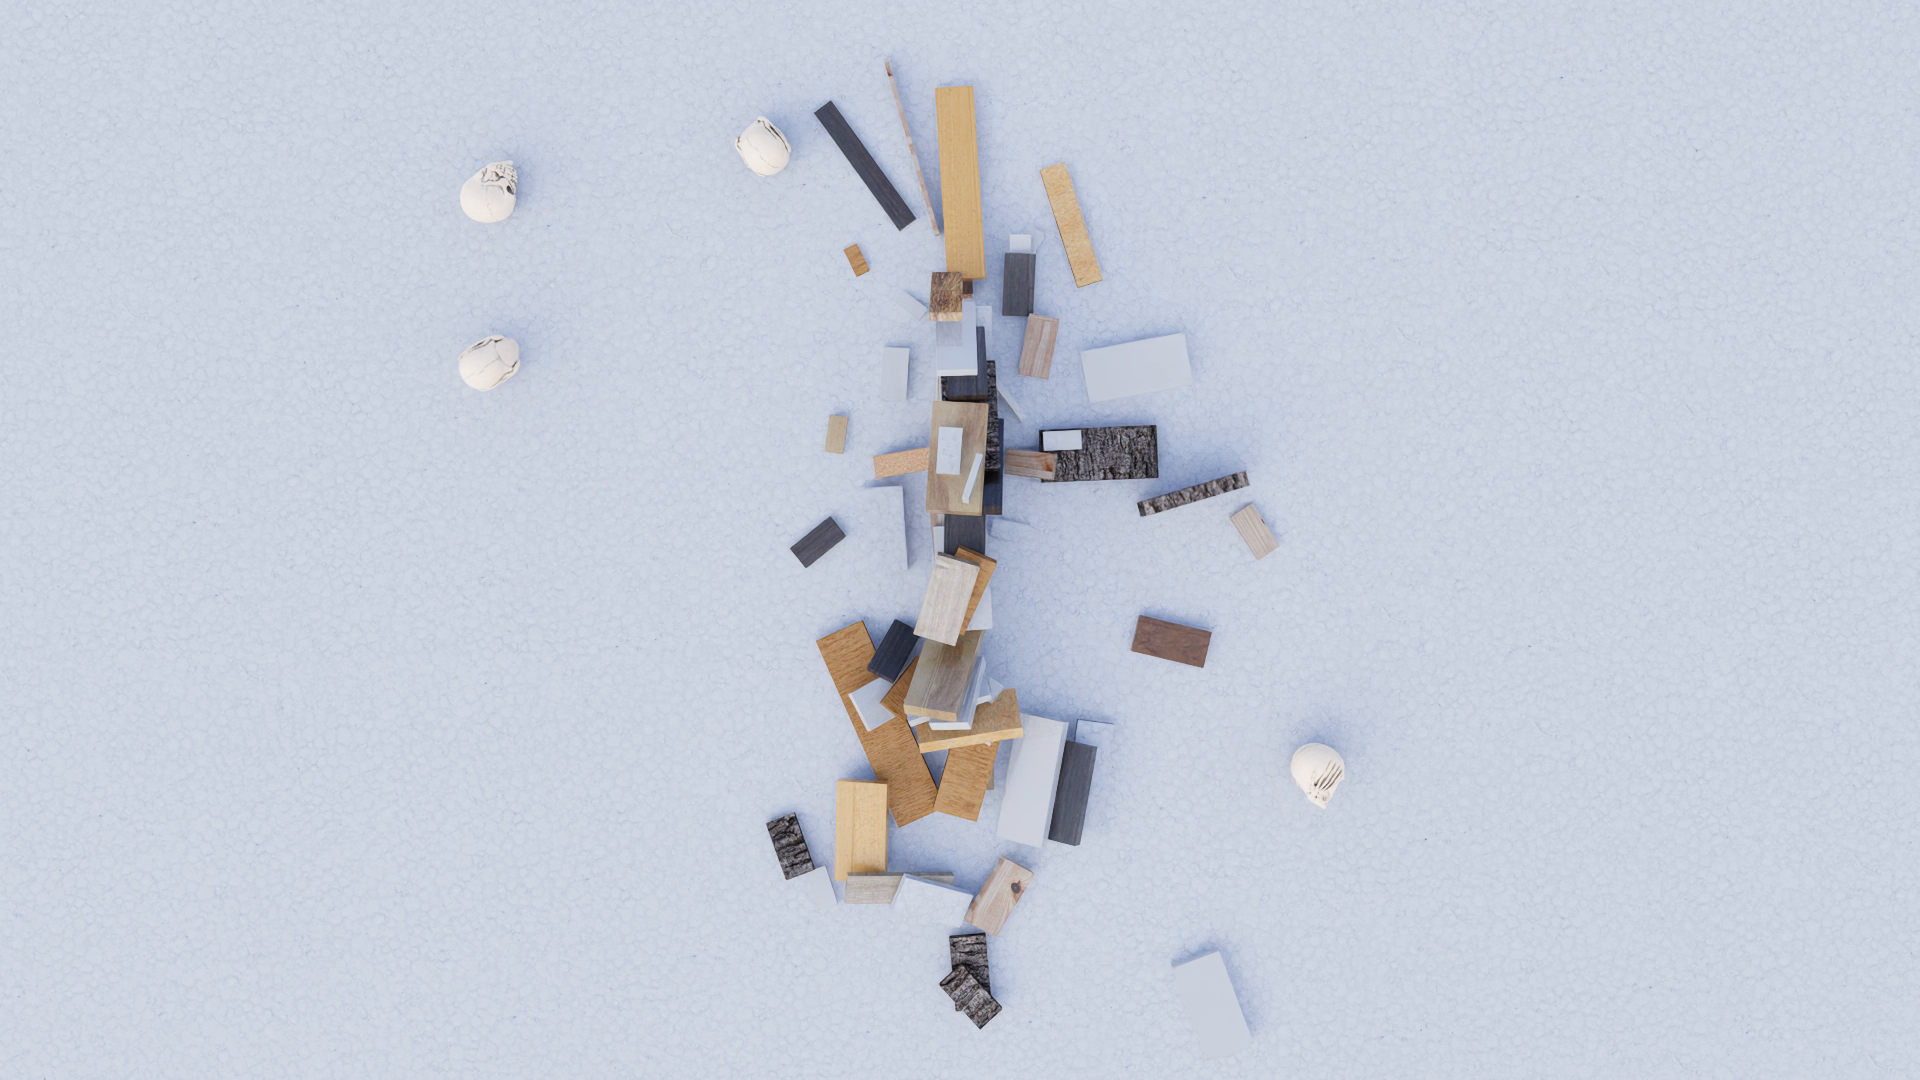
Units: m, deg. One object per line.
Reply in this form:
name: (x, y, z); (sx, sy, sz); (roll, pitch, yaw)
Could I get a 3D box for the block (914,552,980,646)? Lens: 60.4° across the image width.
block: (-0.042, 0.186, 5.208); (0.138, 0.039, 0.275); (16, 107, -3)

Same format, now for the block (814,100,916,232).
block: (-0.315, -1.245, 5.490); (0.070, 0.020, 0.484); (-36, 90, 0)

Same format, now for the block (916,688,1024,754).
block: (0.027, 0.584, 5.339); (0.335, 0.167, 0.047); (-9, 134, 0)

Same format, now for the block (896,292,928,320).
block: (-0.162, -0.779, 5.493); (0.099, 0.014, 0.049); (38, 90, 0)

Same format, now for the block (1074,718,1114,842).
block: (0.425, 0.799, 5.483); (0.123, 0.035, 0.393); (8, 90, 0)

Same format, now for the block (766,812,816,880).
block: (-0.563, 1.017, 5.476); (0.100, 0.028, 0.200); (-20, 84, 0)

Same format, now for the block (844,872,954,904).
block: (-0.200, 1.145, 5.429); (0.356, 0.028, 0.100); (3, 105, -15)

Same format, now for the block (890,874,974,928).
block: (-0.092, 1.188, 5.435); (0.244, 0.035, 0.122); (19, 101, -18)

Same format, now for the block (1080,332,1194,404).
block: (0.584, -0.568, 5.475); (0.348, 0.049, 0.174); (-11, 90, 0)

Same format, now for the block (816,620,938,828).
block: (-0.263, 0.609, 5.476); (0.167, 0.047, 0.676); (-24, 90, 0)

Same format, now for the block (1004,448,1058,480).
block: (0.233, -0.251, 5.452); (0.170, 0.024, 0.085); (9, 94, 23)

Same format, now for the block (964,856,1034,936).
block: (0.130, 1.179, 5.463); (0.122, 0.035, 0.244); (31, 90, -20)

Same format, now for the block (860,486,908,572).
block: (-0.250, -0.037, 5.480); (0.138, 0.039, 0.278); (-4, 90, 0)

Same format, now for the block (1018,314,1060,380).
block: (0.261, -0.642, 5.470); (0.102, 0.029, 0.204); (11, 99, 0)

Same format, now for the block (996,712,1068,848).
block: (0.239, 0.790, 5.443); (0.164, 0.047, 0.417); (10, 90, 26)

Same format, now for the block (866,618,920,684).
block: (-0.217, 0.366, 5.438); (0.099, 0.028, 0.198); (27, 63, 6)

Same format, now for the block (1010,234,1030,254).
block: (0.200, -0.941, 5.458); (0.070, 0.020, 0.140); (0, 105, 1)

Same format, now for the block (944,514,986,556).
block: (0.015, 0.013, 5.265); (0.131, 0.037, 0.263); (1, 93, 1)

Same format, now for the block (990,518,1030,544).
block: (0.166, -0.031, 5.491); (0.124, 0.018, 0.062); (13, 90, 0)

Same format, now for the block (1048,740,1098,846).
block: (0.341, 0.828, 5.445); (0.164, 0.047, 0.329); (10, 90, 25)

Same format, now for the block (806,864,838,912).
block: (-0.459, 1.158, 5.490); (0.068, 0.019, 0.137); (-18, 90, 0)

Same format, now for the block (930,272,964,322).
block: (-0.043, -0.783, 5.287); (0.102, 0.315, 0.029); (0, 123, 1)

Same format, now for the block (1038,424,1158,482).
block: (0.460, -0.285, 5.475); (0.387, 0.049, 0.174); (-2, 90, 0)

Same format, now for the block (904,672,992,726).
block: (-0.039, 0.515, 5.333); (0.278, 0.099, 0.028); (-19, 134, 5)

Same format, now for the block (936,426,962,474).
block: (-0.033, -0.278, 5.146); (0.073, 0.021, 0.146); (3, 79, 2)

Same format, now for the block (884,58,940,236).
block: (-0.161, -1.302, 5.475); (0.014, 0.049, 0.602); (-16, 90, 0)

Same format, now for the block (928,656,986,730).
block: (-0.007, 0.490, 5.296); (0.131, 0.037, 0.263); (-3, 47, 20)

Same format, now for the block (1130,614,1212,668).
block: (0.701, 0.337, 5.483); (0.246, 0.035, 0.123); (13, 90, 0)

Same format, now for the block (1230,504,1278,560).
block: (0.979, -0.027, 5.488); (0.085, 0.024, 0.170); (-33, 90, 0)

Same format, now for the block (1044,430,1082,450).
block: (0.338, -0.328, 5.442); (0.124, 0.018, 0.062); (-3, 90, 0)

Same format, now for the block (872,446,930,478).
block: (-0.157, -0.259, 5.430); (0.276, 0.021, 0.073); (-8, 90, 26)

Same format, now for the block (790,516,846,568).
block: (-0.472, 0.008, 5.488); (0.172, 0.024, 0.086); (-39, 90, 0)

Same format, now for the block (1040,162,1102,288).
block: (0.370, -1.047, 5.488); (0.086, 0.024, 0.410); (-18, 90, 0)
